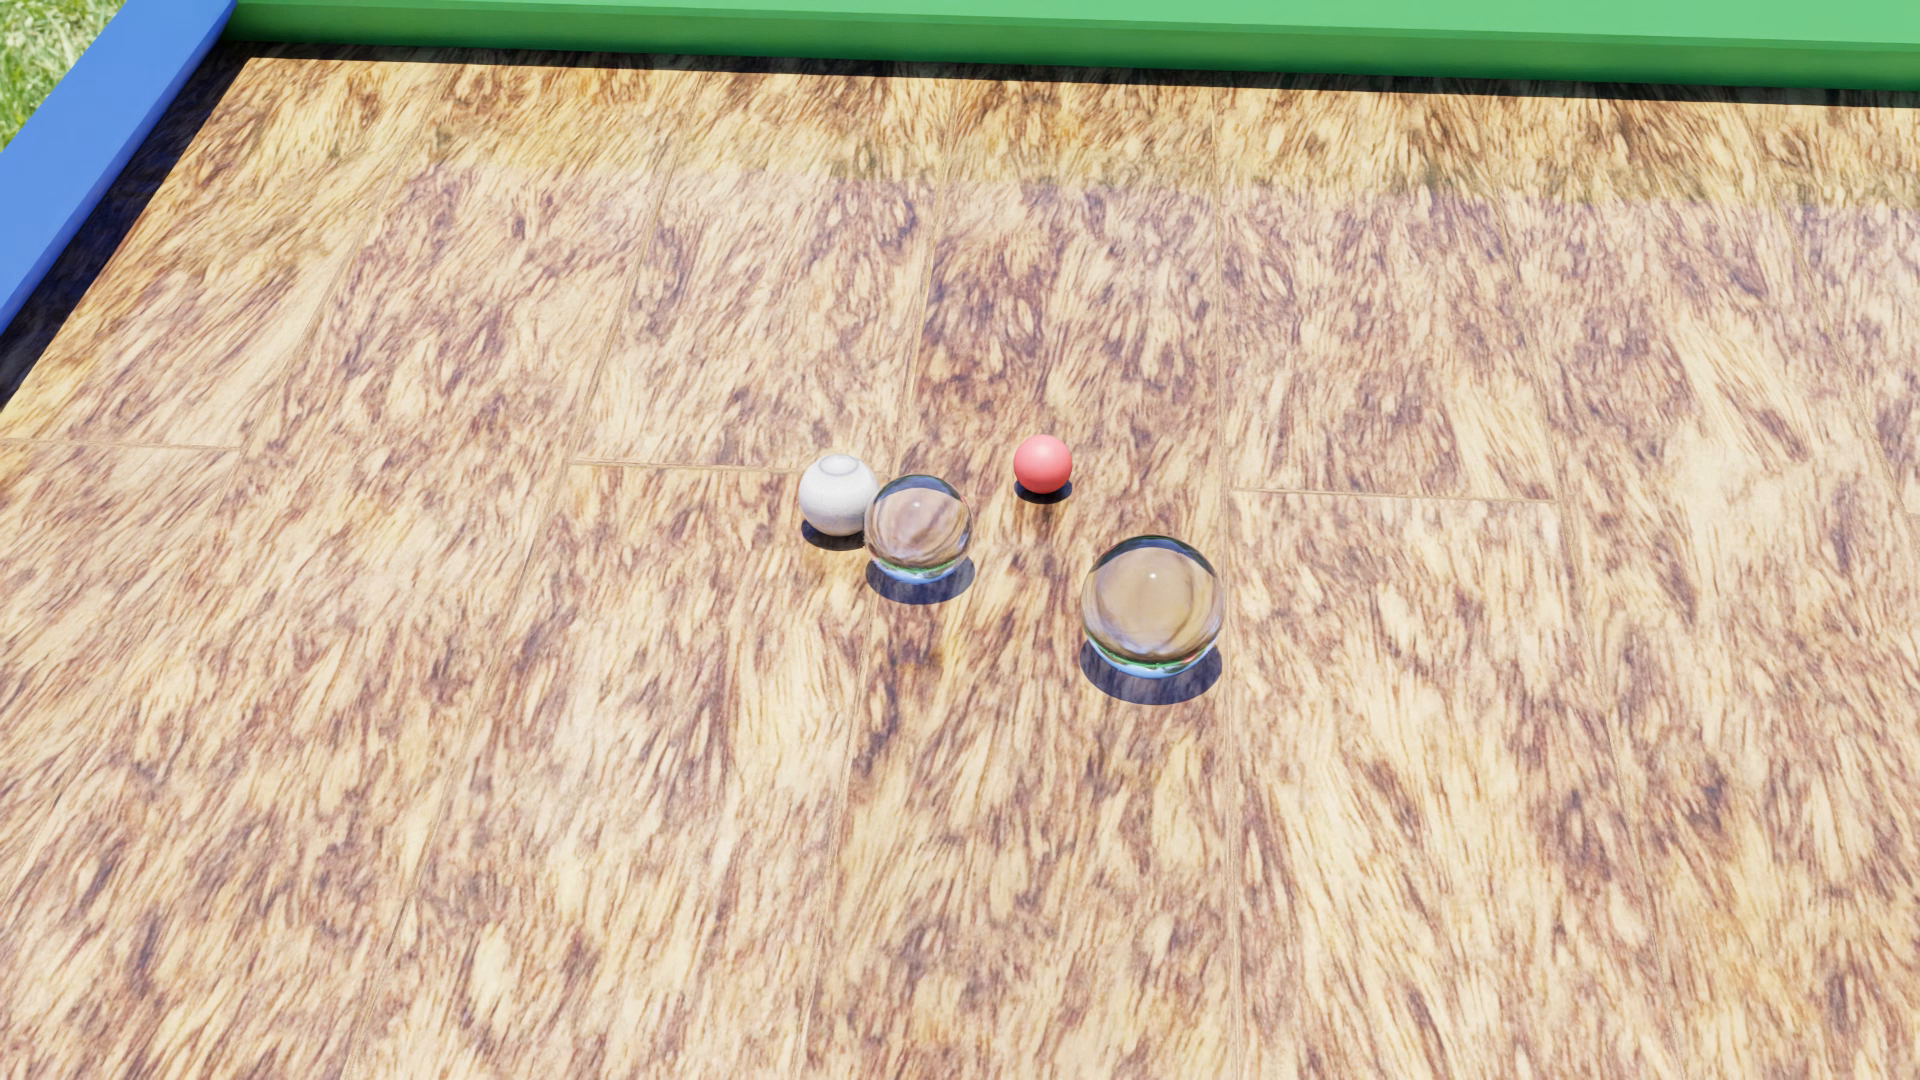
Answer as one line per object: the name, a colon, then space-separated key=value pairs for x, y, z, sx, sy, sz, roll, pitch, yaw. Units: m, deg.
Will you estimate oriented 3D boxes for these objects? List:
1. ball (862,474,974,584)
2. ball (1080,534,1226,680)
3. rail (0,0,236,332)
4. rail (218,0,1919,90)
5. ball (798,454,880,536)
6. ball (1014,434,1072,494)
ball: x=-0.030 y=-0.008 z=1.813 sx=0.079 sy=0.079 sz=0.079 roll=0 pitch=35 yaw=0
ball: x=0.129 y=0.044 z=1.723 sx=0.098 sy=0.098 sz=0.098 roll=0 pitch=35 yaw=0
rail: x=-0.788 y=-0.056 z=1.839 sx=0.045 sy=0.127 sz=1.739 roll=2 pitch=35 yaw=3
rail: x=0.871 y=-0.477 z=2.435 sx=3.253 sy=0.127 sz=0.045 roll=2 pitch=35 yaw=3
ball: x=-0.088 y=-0.033 z=1.865 sx=0.060 sy=0.060 sz=0.060 roll=0 pitch=35 yaw=0
ball: x=0.062 y=-0.057 z=1.912 sx=0.044 sy=0.044 sz=0.044 roll=0 pitch=35 yaw=0
